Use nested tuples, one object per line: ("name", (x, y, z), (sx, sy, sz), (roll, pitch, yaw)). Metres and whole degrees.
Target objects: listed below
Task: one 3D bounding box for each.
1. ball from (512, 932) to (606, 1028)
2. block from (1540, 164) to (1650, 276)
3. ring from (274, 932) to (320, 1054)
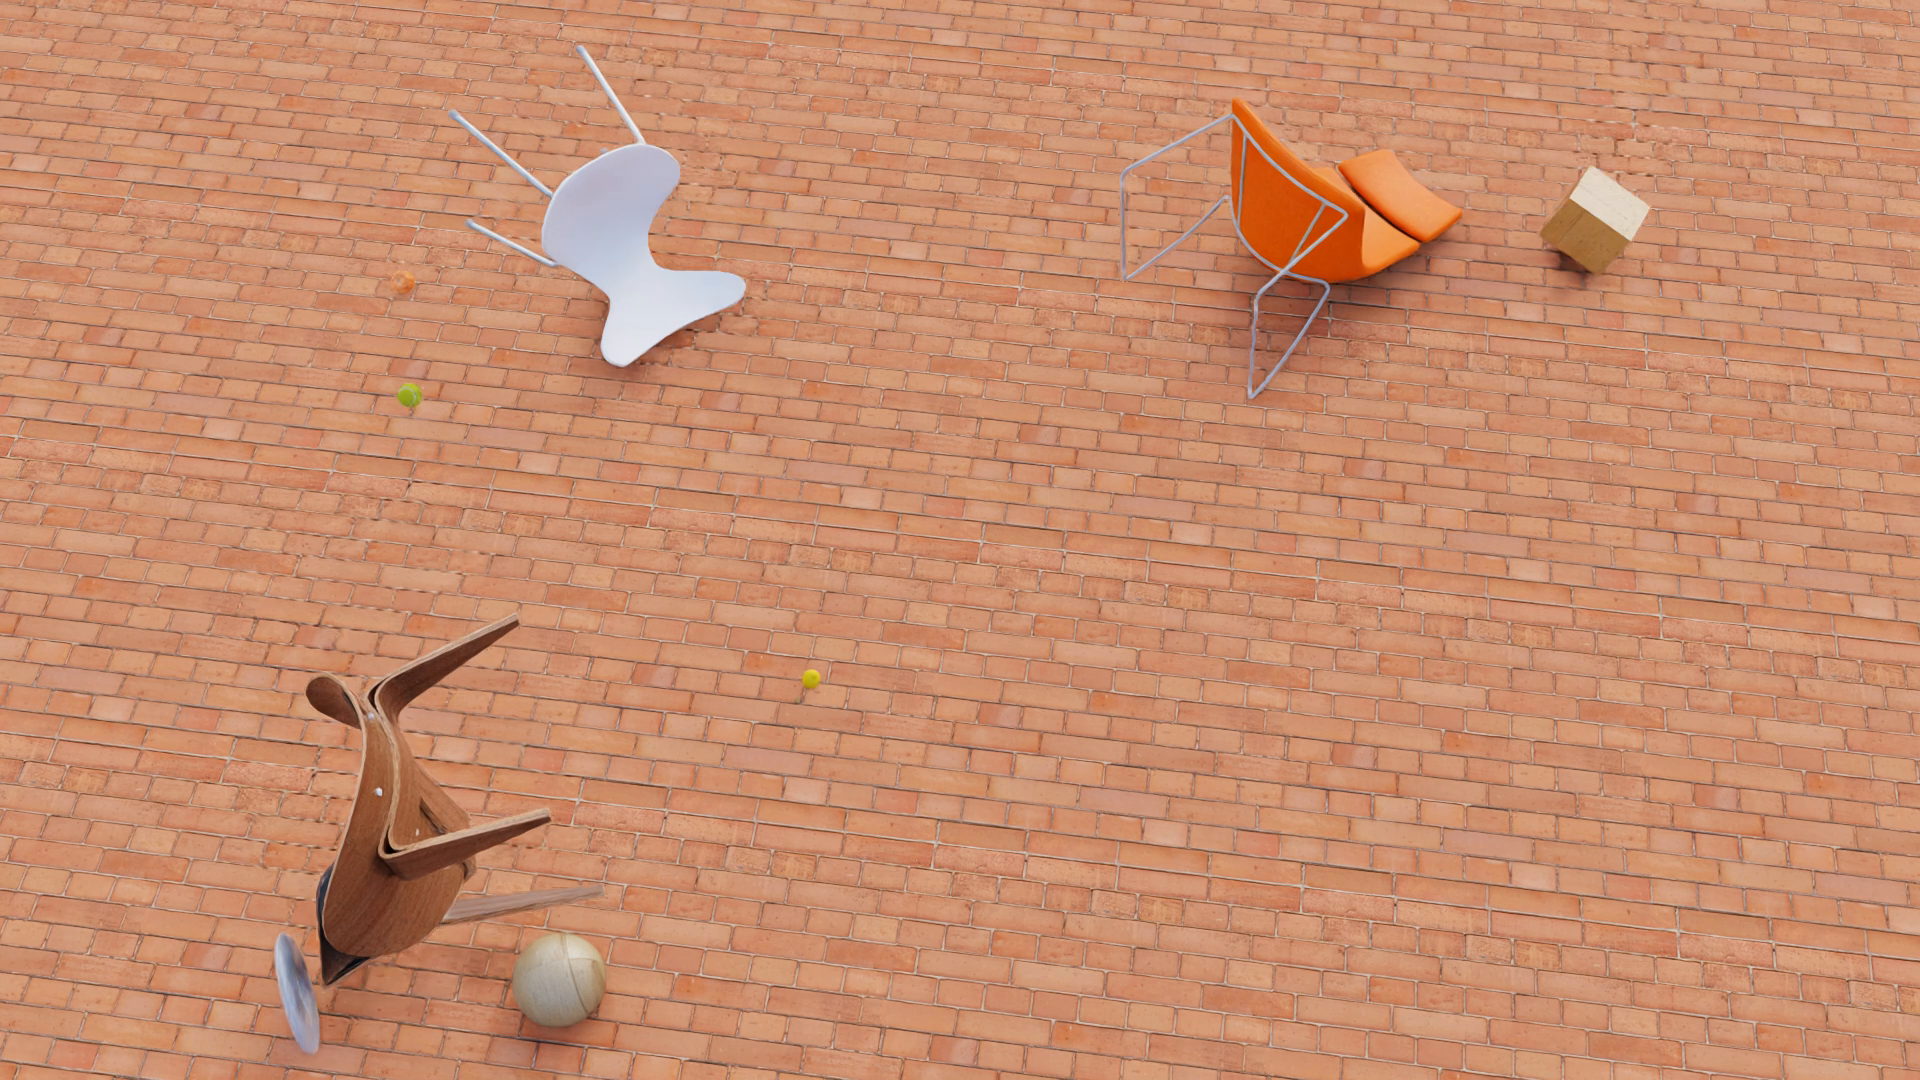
("ball", (-1.033, 1.134, 5.667), (0.242, 0.242, 0.242), (0, 56, 0))
("block", (2.051, -1.032, 7.107), (0.236, 0.185, 0.204), (36, 53, 3))
("ring", (-1.689, 1.156, 5.607), (0.045, 0.322, 0.315), (-15, 22, -10))
